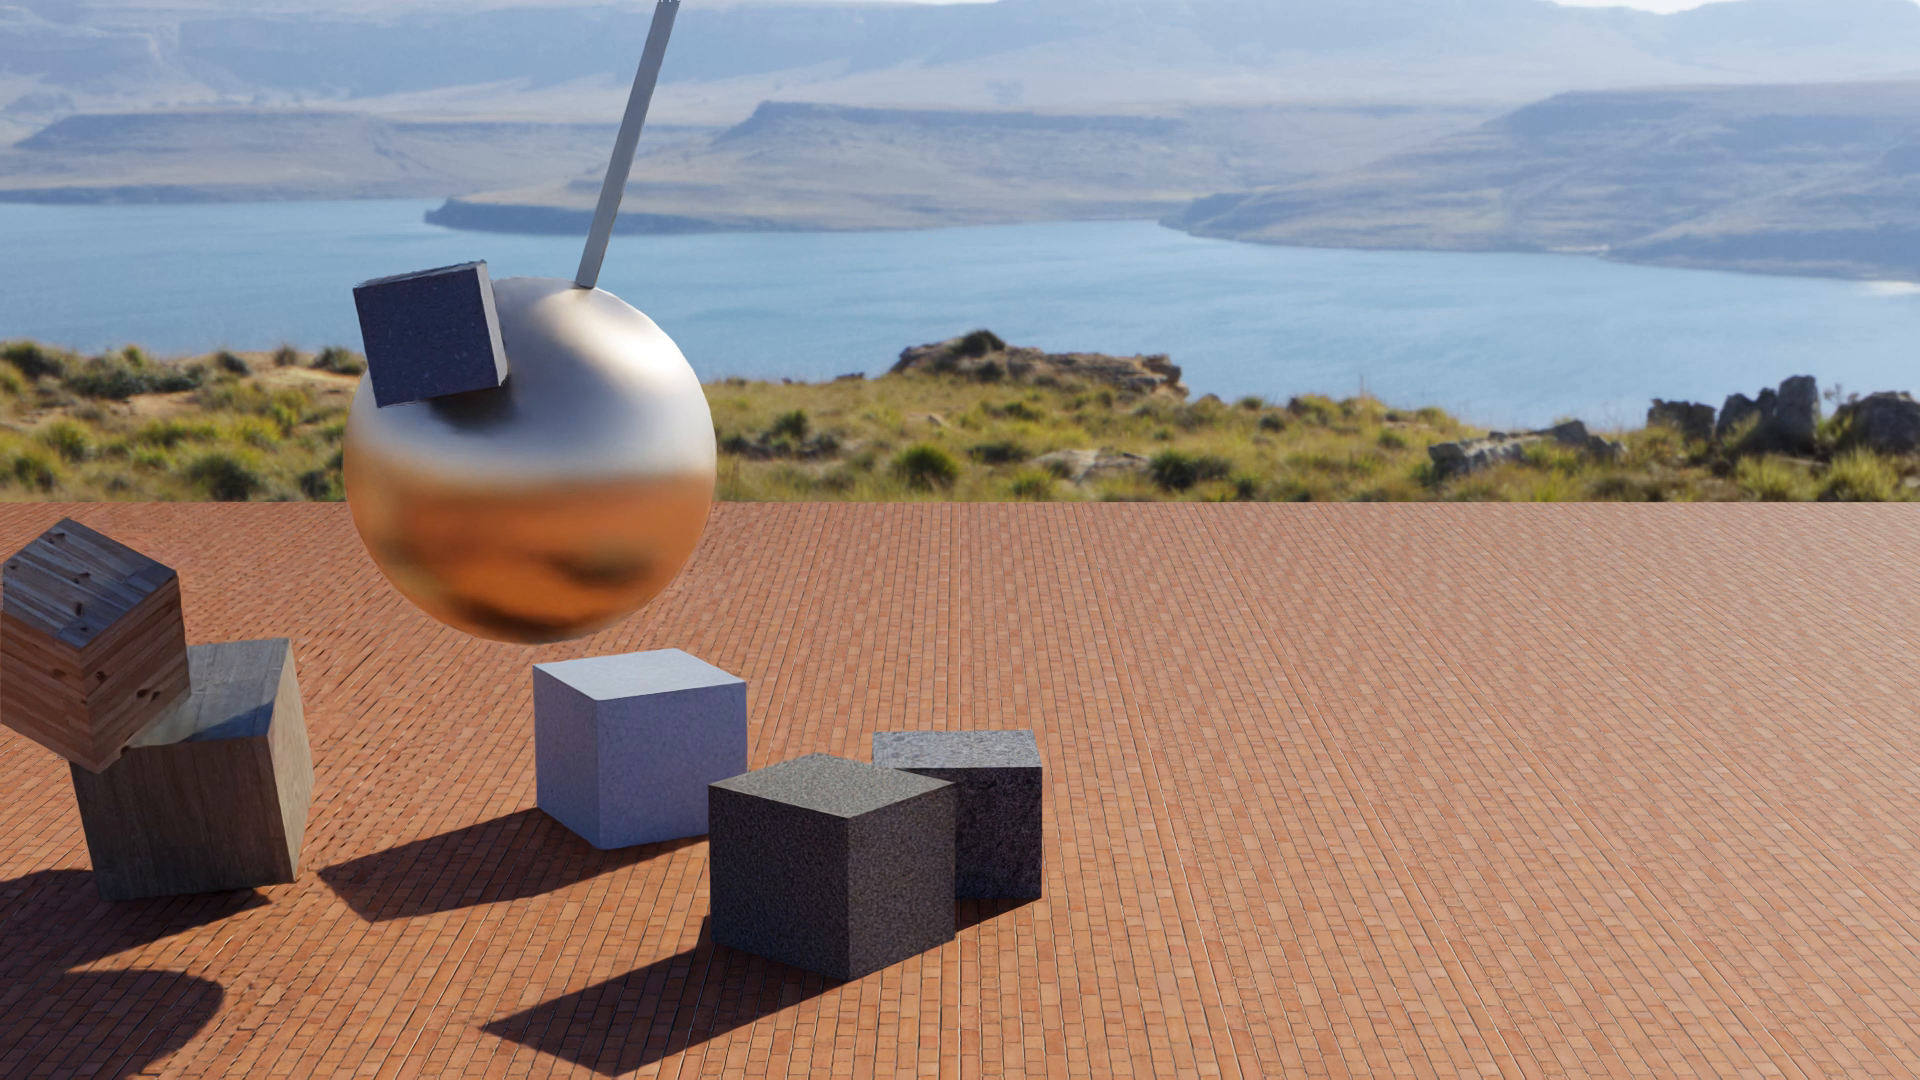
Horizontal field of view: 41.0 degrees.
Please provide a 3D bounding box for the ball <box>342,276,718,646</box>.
[{"bbox_3d":[-1.854,-0.344,11.118,1.600,1.600,1.600,0,10,0],"label":"ball"}]

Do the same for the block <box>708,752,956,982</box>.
[{"bbox_3d":[-0.520,1.316,10.464,0.760,0.667,0.653,8,13,38],"label":"block"}]

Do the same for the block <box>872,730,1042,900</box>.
[{"bbox_3d":[-0.020,1.204,11.308,0.723,0.585,0.623,0,10,-2],"label":"block"}]

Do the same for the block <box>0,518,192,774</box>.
[{"bbox_3d":[-3.634,0.436,10.618,0.592,0.712,0.567,24,43,17],"label":"block"}]

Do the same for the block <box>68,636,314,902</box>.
[{"bbox_3d":[-3.349,0.994,11.265,0.821,0.748,0.859,-5,27,-5],"label":"block"}]

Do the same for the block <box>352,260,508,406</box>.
[{"bbox_3d":[-2.075,-0.819,10.090,0.475,0.461,0.487,-10,11,-4],"label":"block"}]

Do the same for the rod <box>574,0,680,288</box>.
[{"bbox_3d":[-0.803,-3.525,10.539,0.080,5.200,0.080,18,10,-3],"label":"rod"}]

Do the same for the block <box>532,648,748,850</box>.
[{"bbox_3d":[-1.525,0.977,12.216,0.746,0.706,0.825,-6,12,-29],"label":"block"}]
